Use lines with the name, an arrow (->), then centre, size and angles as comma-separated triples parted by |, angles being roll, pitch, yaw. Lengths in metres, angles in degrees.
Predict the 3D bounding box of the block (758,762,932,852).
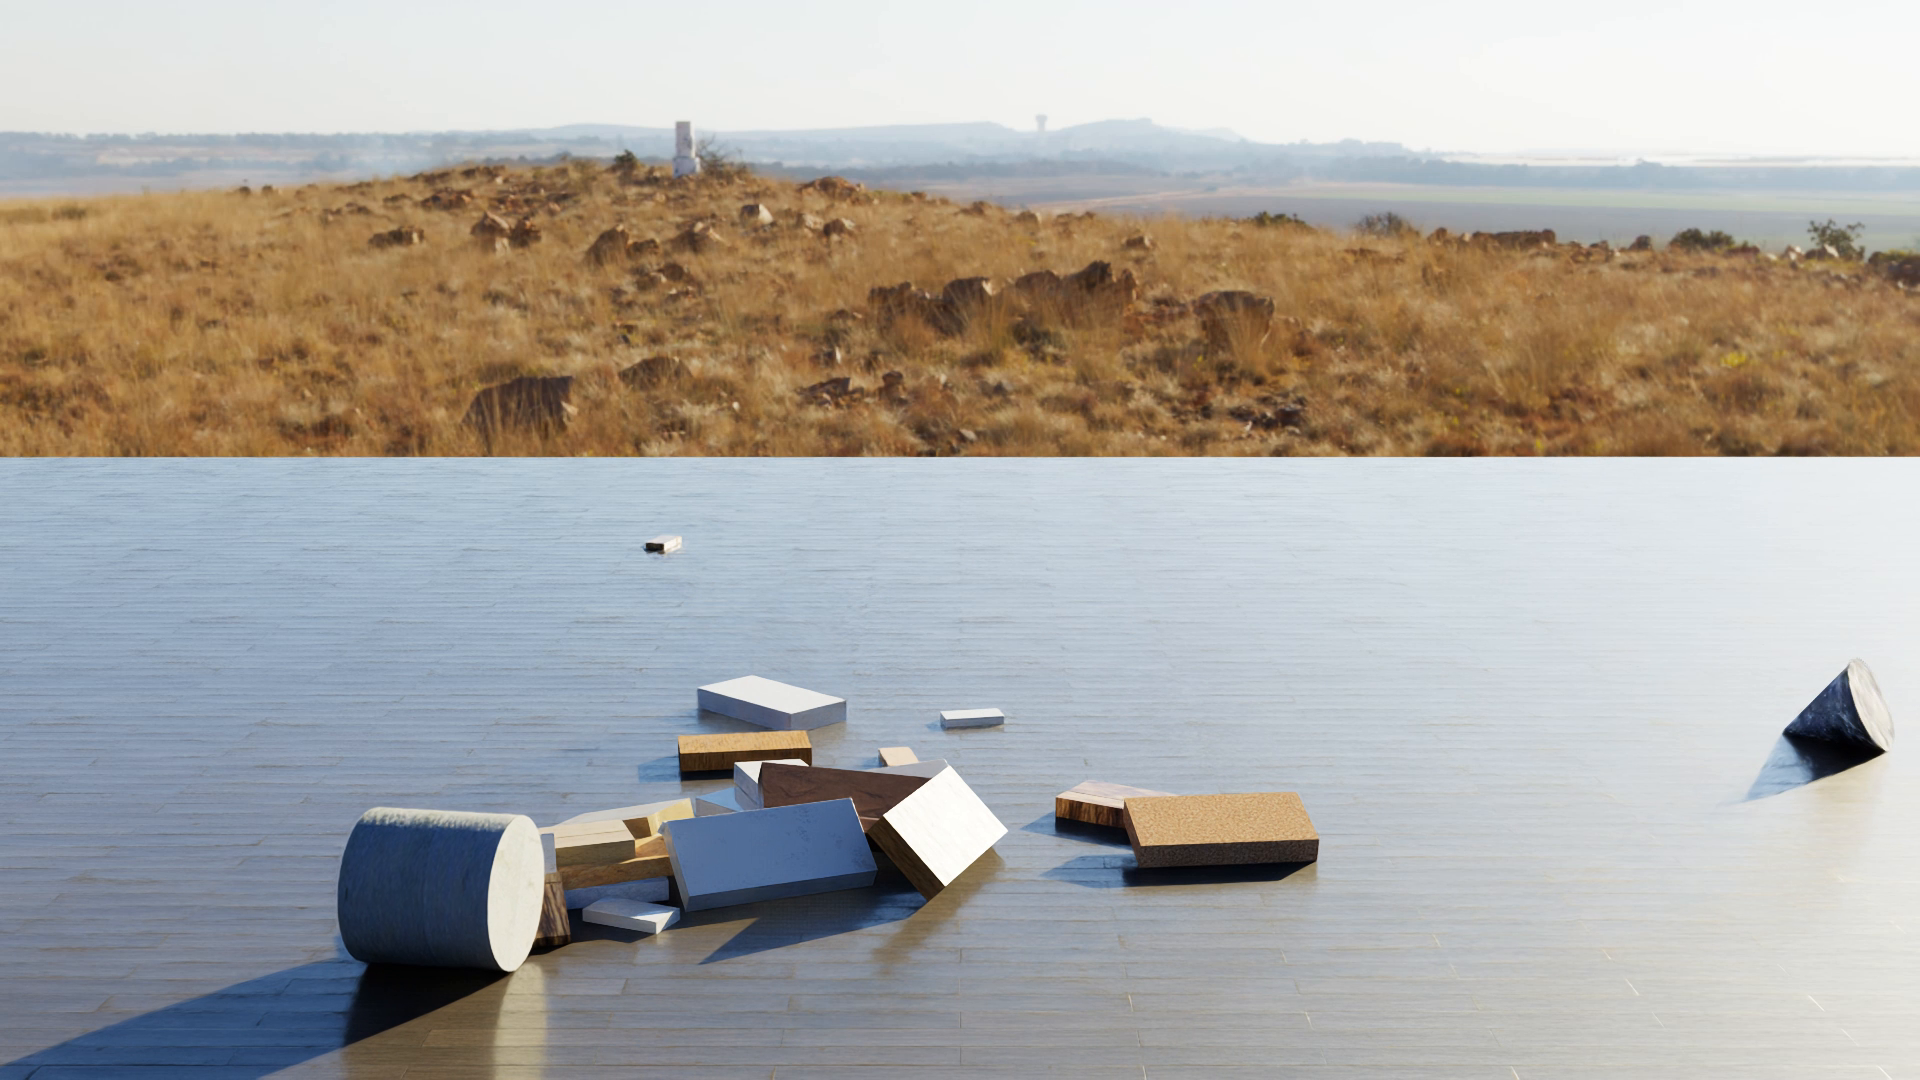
block -> -0.196, 0.472, 3.855 | 0.309, 0.044, 0.154 | 7, 36, -12

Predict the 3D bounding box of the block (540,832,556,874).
block -> -0.687, 0.546, 3.554 | 0.070, 0.140, 0.020 | -3, -22, -15

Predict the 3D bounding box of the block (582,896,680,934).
block -> -0.530, 0.603, 3.543 | 0.139, 0.020, 0.070 | 5, 12, 24

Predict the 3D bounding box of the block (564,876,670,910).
block -> -0.608, 0.575, 3.660 | 0.231, 0.033, 0.116 | -3, 11, -15

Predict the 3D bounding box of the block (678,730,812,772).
block -> -0.437, 0.426, 4.451 | 0.261, 0.037, 0.130 | -2, 11, -9

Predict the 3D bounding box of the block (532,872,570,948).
block -> -0.660, 0.585, 3.482 | 0.070, 0.020, 0.140 | -3, 36, -16

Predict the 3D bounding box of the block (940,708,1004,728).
block -> 0.026, 0.383, 4.736 | 0.127, 0.018, 0.063 | -2, 11, -12

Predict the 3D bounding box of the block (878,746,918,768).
block -> -0.122, 0.443, 4.414 | 0.063, 0.018, 0.127 | -2, 11, -11

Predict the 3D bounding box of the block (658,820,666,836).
block -> -0.435, 0.525, 3.729 | 0.152, 0.022, 0.076 | 28, -4, 14

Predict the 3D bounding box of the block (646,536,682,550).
block -> -0.911, 0.007, 6.760 | 0.063, 0.018, 0.127 | 3, 11, 15

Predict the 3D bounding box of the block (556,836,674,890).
block -> -0.580, 0.539, 3.675 | 0.231, 0.033, 0.116 | -5, 12, -24

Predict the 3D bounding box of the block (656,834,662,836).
block -> -0.439, 0.533, 3.879 | 0.247, 0.035, 0.123 | 4, 11, 19

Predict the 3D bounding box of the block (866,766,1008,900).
block -> -0.035, 0.500, 3.773 | 0.154, 0.044, 0.309 | 48, 22, 7

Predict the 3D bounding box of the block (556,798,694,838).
block -> -0.605, 0.502, 3.875 | 0.247, 0.035, 0.123 | -12, 3, 30

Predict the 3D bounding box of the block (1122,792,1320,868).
block -> 0.458, 0.509, 3.877 | 0.315, 0.045, 0.158 | -1, 25, -7

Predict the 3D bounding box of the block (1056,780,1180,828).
block -> 0.323, 0.497, 4.069 | 0.261, 0.037, 0.131 | 6, 12, 31

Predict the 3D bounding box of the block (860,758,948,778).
block -> -0.149, 0.482, 3.935 | 0.331, 0.045, 0.158 | -5, 40, -27

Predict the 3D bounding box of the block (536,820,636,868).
block -> -0.666, 0.509, 3.657 | 0.231, 0.033, 0.116 | -4, 11, -20

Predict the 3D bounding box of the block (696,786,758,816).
block -> -0.359, 0.503, 4.044 | 0.247, 0.035, 0.123 | 10, 15, 43

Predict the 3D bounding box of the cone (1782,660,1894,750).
cone -> 1.809, 0.373, 4.593 | 0.197, 0.197, 0.197 | -26, -7, 37

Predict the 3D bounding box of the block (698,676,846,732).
block -> -0.412, 0.357, 4.800 | 0.315, 0.045, 0.158 | 10, 15, 44

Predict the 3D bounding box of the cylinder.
cylinder -> -0.786, 0.531, 3.347 | 0.234, 0.234, 0.234 | 2, 11, 10

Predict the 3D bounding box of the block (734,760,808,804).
block -> -0.321, 0.459, 4.081 | 0.131, 0.037, 0.261 | -1, 9, -21

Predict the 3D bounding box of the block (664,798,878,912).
block -> -0.317, 0.524, 3.679 | 0.326, 0.044, 0.154 | -4, 47, -23
